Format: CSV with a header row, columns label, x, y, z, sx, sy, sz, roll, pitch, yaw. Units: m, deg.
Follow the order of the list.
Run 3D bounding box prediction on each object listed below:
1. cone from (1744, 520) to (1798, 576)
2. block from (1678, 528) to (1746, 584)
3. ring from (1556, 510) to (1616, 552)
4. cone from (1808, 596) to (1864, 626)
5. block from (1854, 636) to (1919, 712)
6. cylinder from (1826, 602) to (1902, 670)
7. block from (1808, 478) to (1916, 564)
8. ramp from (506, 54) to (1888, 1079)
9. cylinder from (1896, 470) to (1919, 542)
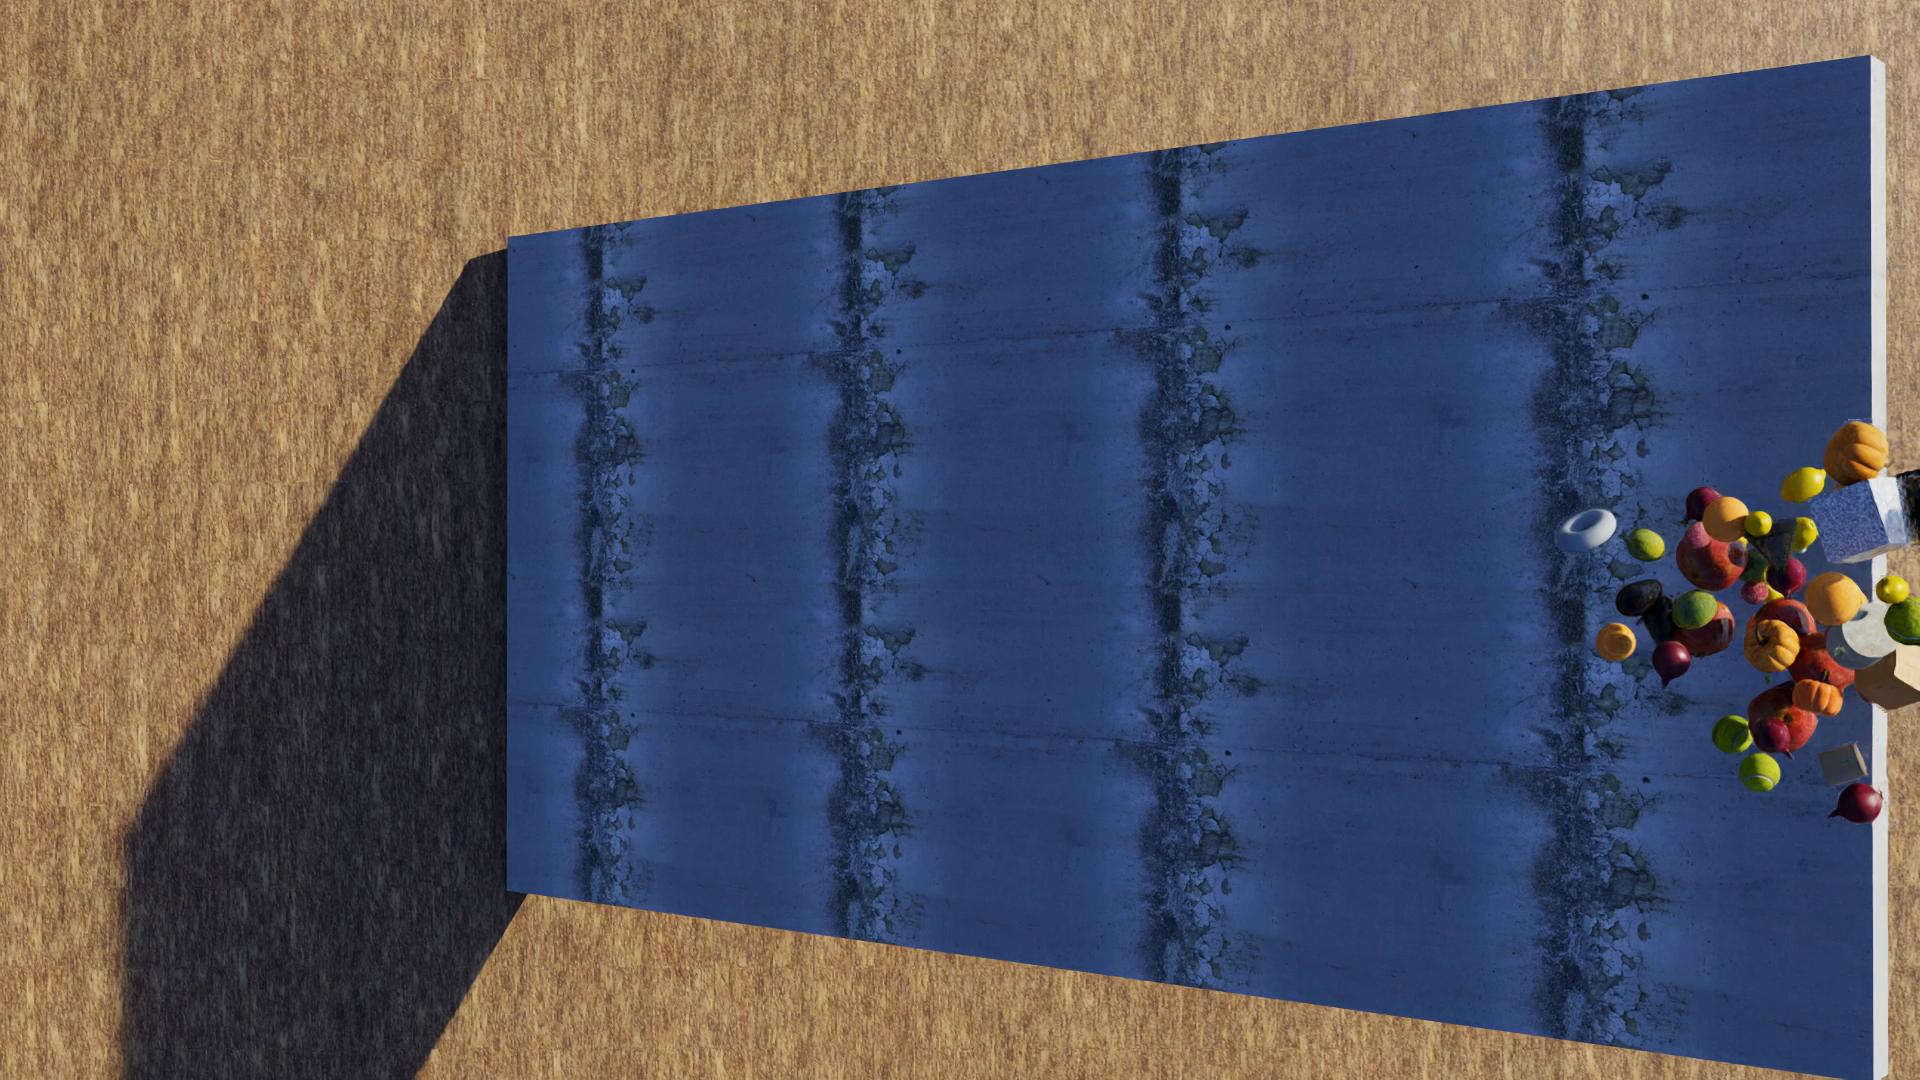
label,x,y,z,sx,sy,sz,roll,pitch,yaw
cone,1.282,0.021,3.448,0.083,0.083,0.083,-20,99,0
block,1.394,0.030,4.079,0.071,0.071,0.071,29,86,-26
ring,1.184,-0.018,4.159,0.115,0.115,0.038,-31,109,0
cone,1.661,0.139,4.191,0.090,0.090,0.090,14,90,8
block,1.511,0.214,3.560,0.080,0.080,0.080,29,59,-18
cylinder,1.390,0.149,3.387,0.086,0.086,0.086,-1,74,4
block,1.253,-0.026,3.047,0.093,0.093,0.093,-2,73,-41
ramp,0.225,0.064,5.542,4.000,0.100,2.000,0,90,38
cylinder,1.182,-0.044,2.656,0.083,0.083,0.083,-7,84,0
